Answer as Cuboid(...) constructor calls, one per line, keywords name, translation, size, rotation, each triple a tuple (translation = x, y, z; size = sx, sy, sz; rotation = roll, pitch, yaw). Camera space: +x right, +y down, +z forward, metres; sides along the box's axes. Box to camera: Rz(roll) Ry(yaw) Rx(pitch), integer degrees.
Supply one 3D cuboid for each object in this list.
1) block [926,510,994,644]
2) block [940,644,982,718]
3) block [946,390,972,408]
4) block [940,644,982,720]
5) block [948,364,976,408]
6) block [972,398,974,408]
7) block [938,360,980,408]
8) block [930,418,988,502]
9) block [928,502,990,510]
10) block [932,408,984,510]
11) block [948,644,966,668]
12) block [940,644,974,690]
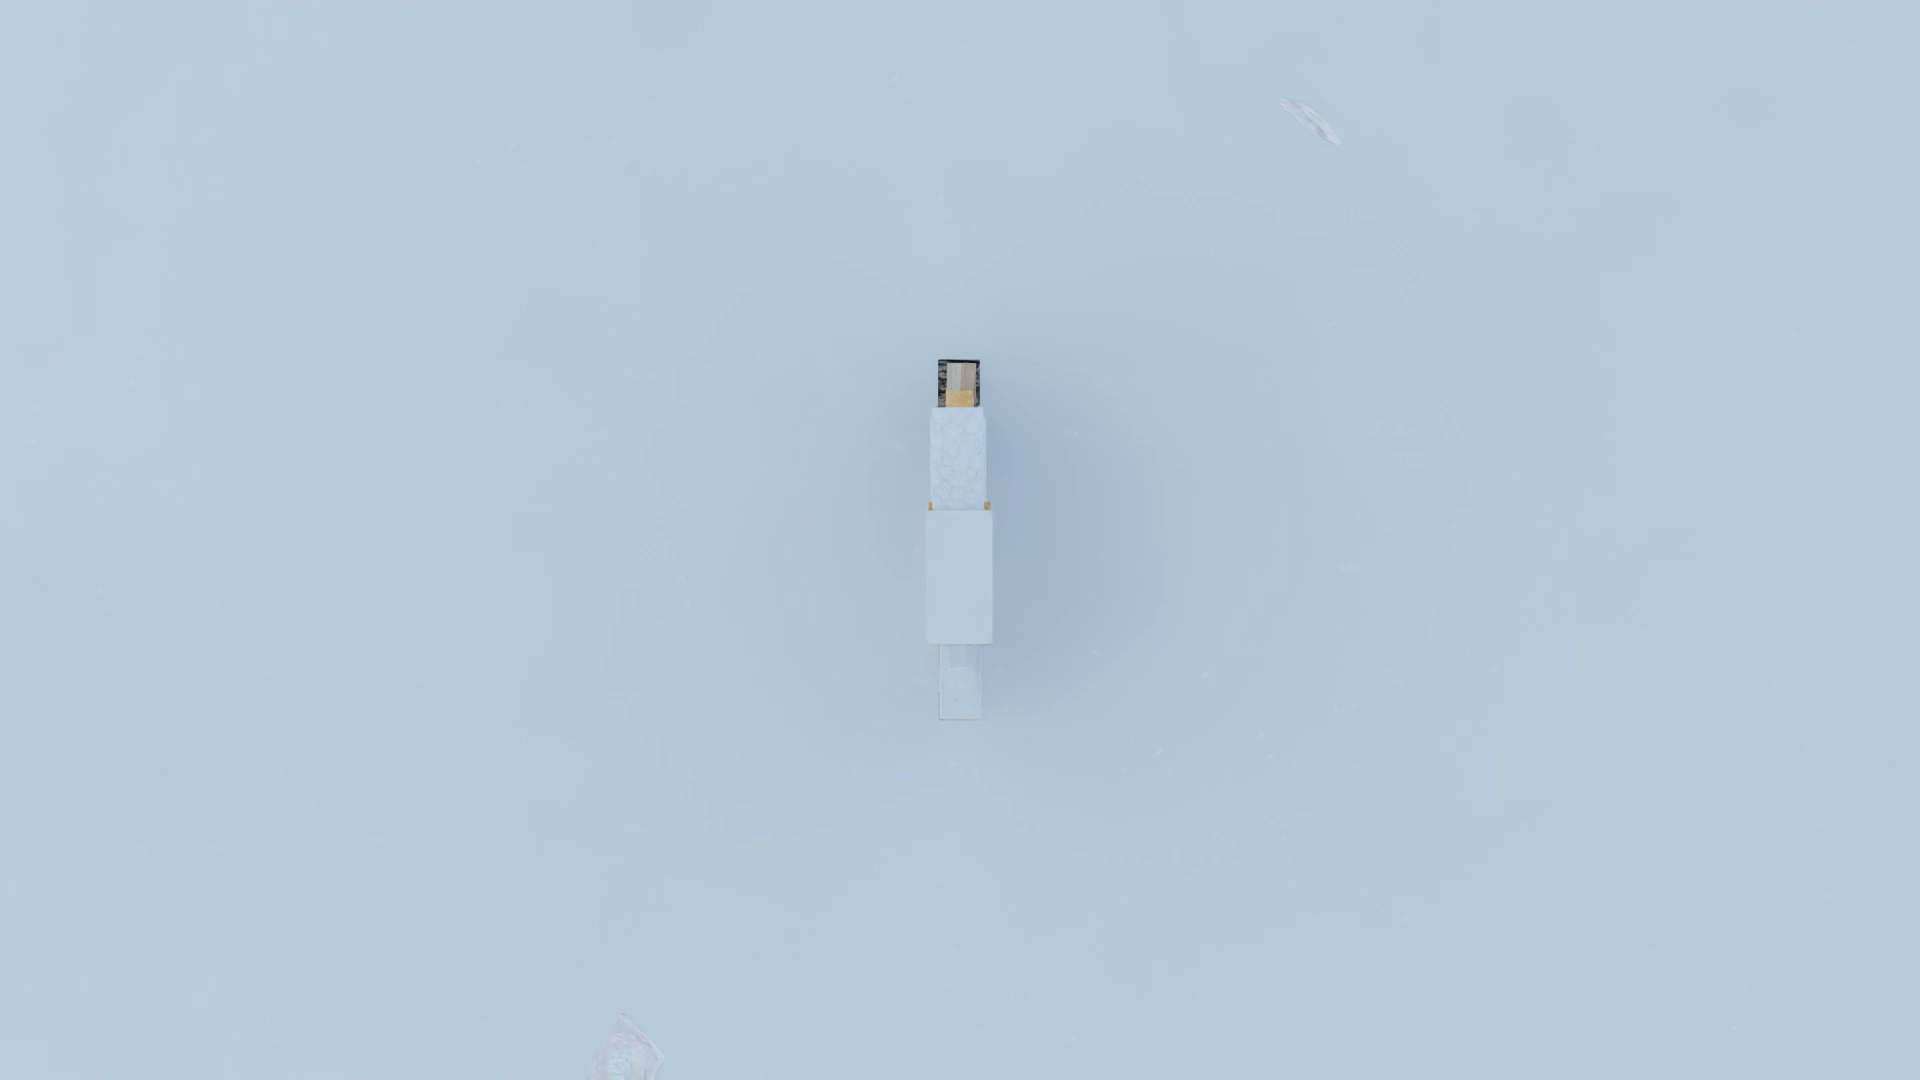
Cuboid(name="block", translation=(-0.001, 0.091, 4.051), size=(0.163, 0.046, 0.326), rotation=(0, 90, 0))
Cuboid(name="block", translation=(0.001, 0.411, 4.937), size=(0.123, 0.035, 0.246), rotation=(0, 90, 0))
Cuboid(name="block", translation=(0.000, -0.345, 4.653), size=(0.076, 0.021, 0.151), rotation=(-2, 90, 0))
Cuboid(name="block", translation=(0.001, 0.438, 5.218), size=(0.131, 0.037, 0.263), rotation=(0, 90, 0))
Cuboid(name="block", translation=(0.005, -0.449, 5.010), size=(0.087, 0.025, 0.174), rotation=(0, 90, 0))
Cuboid(name="block", translation=(0.002, -0.393, 4.831), size=(0.076, 0.333, 0.021), rotation=(0, 90, 0))
Cuboid(name="block", translation=(-0.003, -0.436, 5.215), size=(0.133, 0.038, 0.266), rotation=(0, 90, 0))
Cuboid(name="block", translation=(-0.003, -0.192, 4.839), size=(0.165, 0.047, 0.329), rotation=(0, 90, 0))
Cuboid(name="block", translation=(0.000, 0.065, 4.423), size=(0.166, 0.047, 0.332), rotation=(0, 90, 0))
Cuboid(name="block", translation=(-0.006, -0.213, 4.347), size=(0.135, 0.038, 0.271), rotation=(0, 90, 1))
Cuboid(name="block", translation=(-0.008, 0.300, 4.473), size=(0.045, 0.013, 0.090), rotation=(-2, 90, 0))
Cuboid(name="block", translation=(-0.007, 0.323, 4.583), size=(0.091, 0.026, 0.183), rotation=(1, 90, 0))
